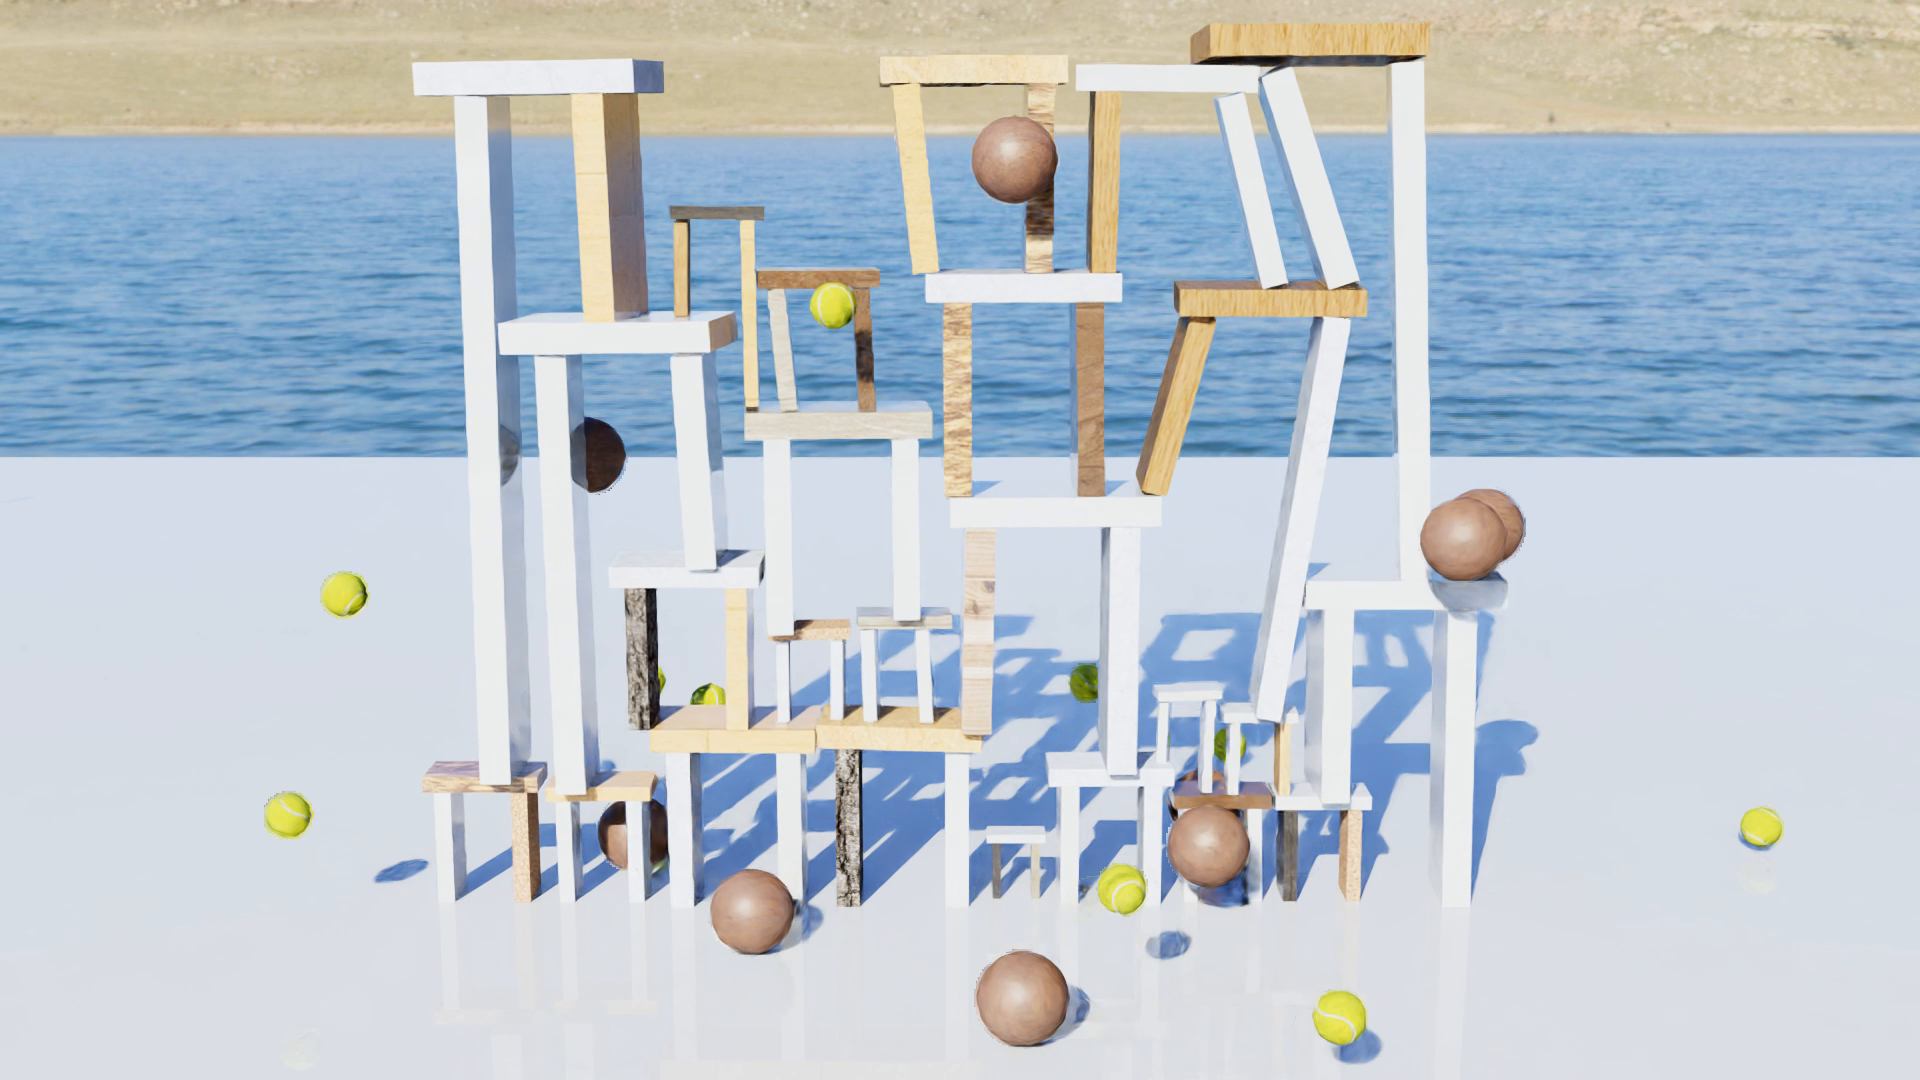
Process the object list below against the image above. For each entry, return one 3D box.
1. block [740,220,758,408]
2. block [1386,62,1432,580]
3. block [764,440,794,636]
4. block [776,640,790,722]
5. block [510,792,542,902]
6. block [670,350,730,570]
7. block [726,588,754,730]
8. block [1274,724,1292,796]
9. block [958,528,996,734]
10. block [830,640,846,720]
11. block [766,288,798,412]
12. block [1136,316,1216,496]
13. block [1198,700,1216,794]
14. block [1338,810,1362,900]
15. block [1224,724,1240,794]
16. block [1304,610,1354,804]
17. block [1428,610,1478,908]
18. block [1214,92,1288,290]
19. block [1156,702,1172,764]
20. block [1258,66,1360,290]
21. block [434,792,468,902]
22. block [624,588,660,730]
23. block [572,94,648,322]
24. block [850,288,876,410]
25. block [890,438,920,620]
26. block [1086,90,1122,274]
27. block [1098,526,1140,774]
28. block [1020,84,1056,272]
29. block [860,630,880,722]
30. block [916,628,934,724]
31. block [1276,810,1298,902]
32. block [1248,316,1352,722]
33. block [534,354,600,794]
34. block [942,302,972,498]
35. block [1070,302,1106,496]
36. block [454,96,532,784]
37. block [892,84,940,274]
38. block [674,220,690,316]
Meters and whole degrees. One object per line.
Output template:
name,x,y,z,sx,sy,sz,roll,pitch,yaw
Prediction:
block,-0.333,-0.358,3.479,0.021,0.292,0.073,-2,6,-5
block,0.715,-0.347,3.502,0.048,0.806,0.170,-2,10,8
block,-0.292,-0.016,3.541,0.042,0.314,0.147,-1,11,-5
block,-0.288,0.223,3.588,0.019,0.135,0.067,-1,11,-3
block,-0.722,0.497,3.657,0.027,0.187,0.094,0,10,0
block,-0.412,-0.137,3.495,0.048,0.337,0.168,-2,13,1
block,-0.356,0.177,3.564,0.034,0.237,0.118,1,13,0
block,0.530,0.353,3.618,0.017,0.124,0.061,-1,12,-1
block,0.027,0.131,3.557,0.047,0.333,0.166,1,11,-2
block,-0.198,0.220,3.597,0.019,0.134,0.067,1,11,3
block,-0.280,-0.305,3.482,0.027,0.191,0.095,-6,11,-2
block,0.343,-0.223,3.508,0.041,0.287,0.144,14,12,-3
block,0.405,0.334,3.617,0.015,0.156,0.053,2,8,-3
block,0.649,0.512,3.658,0.022,0.158,0.079,0,10,0
block,0.449,0.351,3.620,0.017,0.121,0.061,1,12,1
block,0.605,0.254,3.612,0.046,0.321,0.161,-1,10,-1
block,0.813,0.341,3.634,0.046,0.501,0.161,0,10,4
block,0.452,-0.547,3.427,0.039,0.297,0.139,-14,12,6
block,0.336,0.310,3.611,0.015,0.105,0.053,4,11,11
block,0.537,-0.566,3.422,0.048,0.339,0.170,-19,11,6
block,-0.846,0.497,3.656,0.027,0.187,0.094,0,11,0
block,-0.515,0.177,3.564,0.034,0.237,0.118,0,13,0
block,-0.544,-0.521,3.432,0.049,0.346,0.173,1,12,10
block,-0.154,-0.308,3.496,0.027,0.191,0.095,-4,11,-4
block,-0.089,-0.030,3.560,0.042,0.293,0.147,-1,10,-3
block,0.224,-0.564,3.445,0.039,0.277,0.139,1,13,-1
block,0.258,0.163,3.585,0.047,0.406,0.167,0,11,-2
block,0.122,-0.567,3.444,0.041,0.287,0.144,0,10,-2
block,-0.146,0.213,3.590,0.022,0.152,0.076,-1,10,2
block,-0.057,0.215,3.586,0.022,0.152,0.076,-3,10,1
block,0.544,0.512,3.655,0.022,0.158,0.079,-1,11,0
block,0.541,-0.042,3.526,0.041,0.652,0.144,8,13,1
block,-0.635,0.045,3.569,0.048,0.715,0.168,-1,11,-1
block,-0.005,-0.231,3.497,0.043,0.304,0.152,0,11,-1
block,0.202,-0.232,3.502,0.043,0.304,0.152,-1,11,-1
block,-0.747,-0.157,3.534,0.049,1.091,0.173,0,10,0
block,-0.070,-0.566,3.449,0.041,0.287,0.144,-6,10,-1
block,-0.437,-0.429,3.462,0.021,0.147,0.073,1,12,-4
